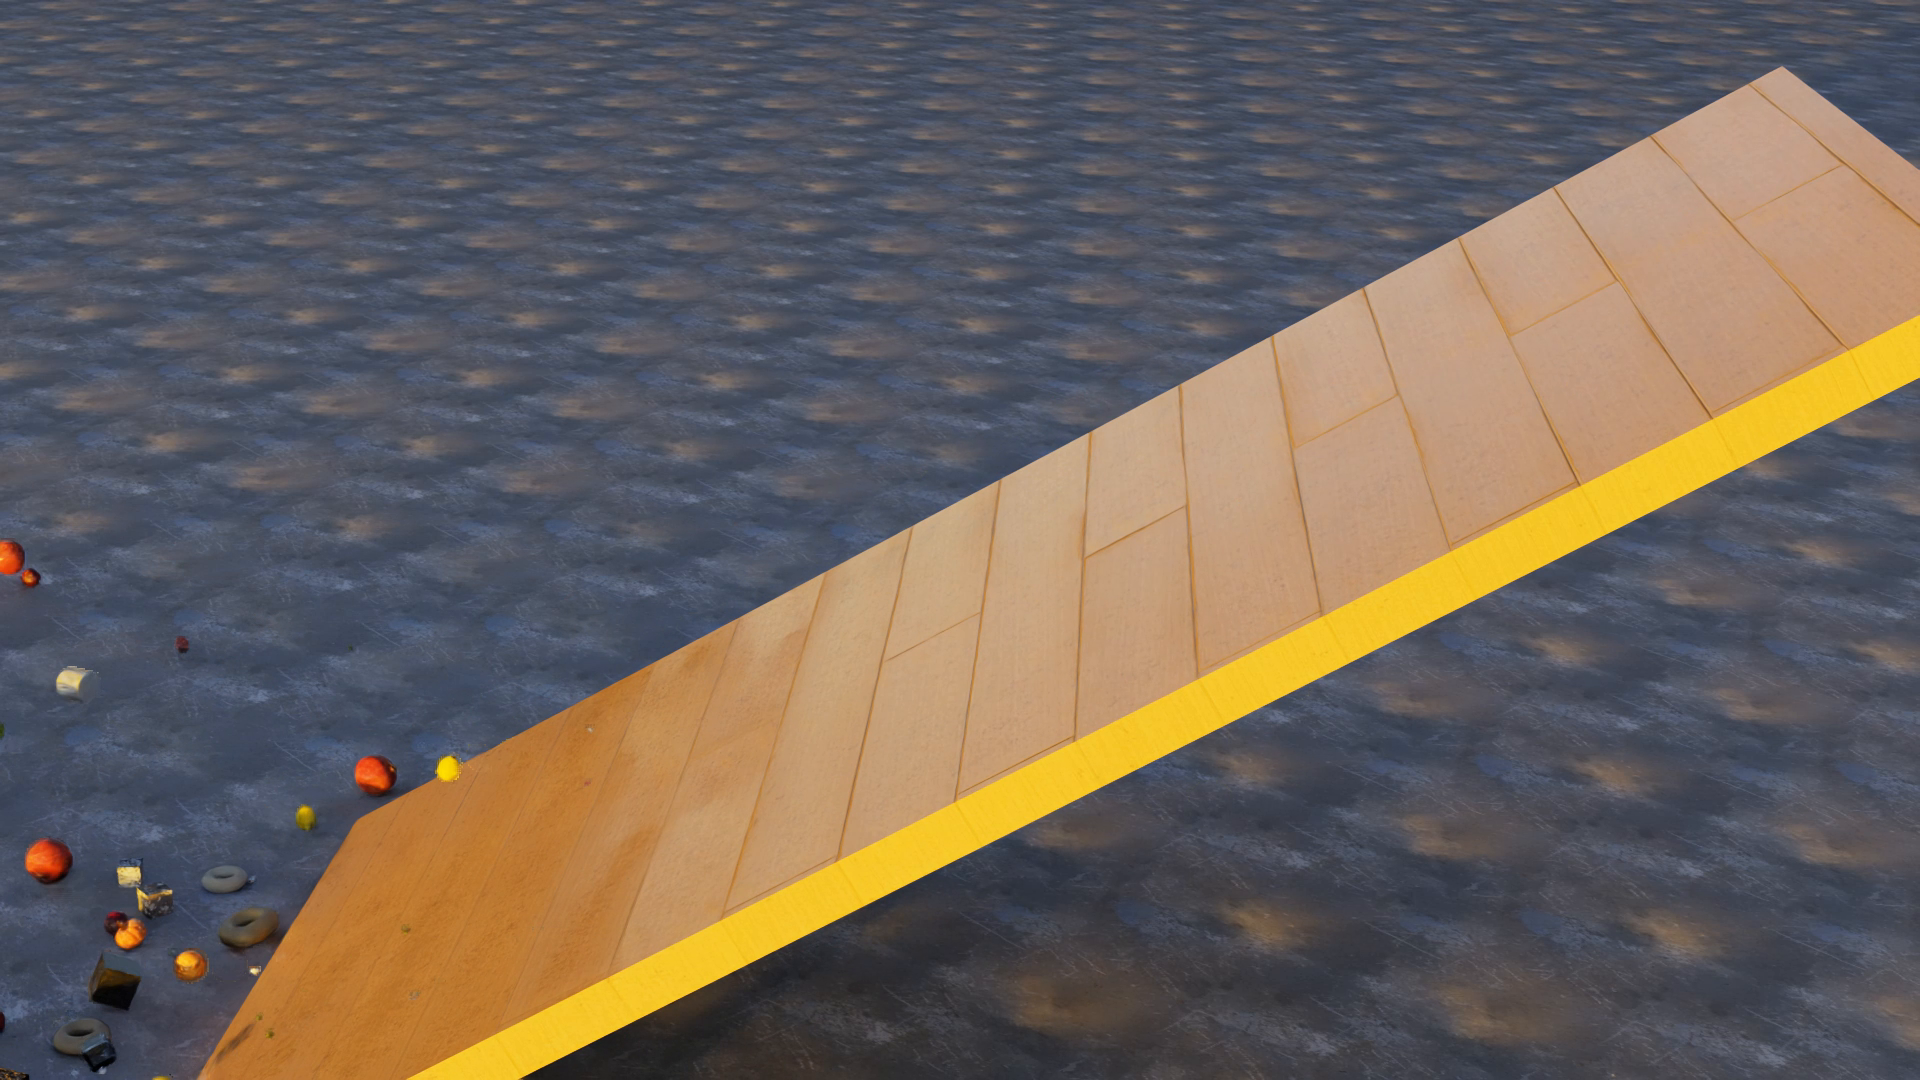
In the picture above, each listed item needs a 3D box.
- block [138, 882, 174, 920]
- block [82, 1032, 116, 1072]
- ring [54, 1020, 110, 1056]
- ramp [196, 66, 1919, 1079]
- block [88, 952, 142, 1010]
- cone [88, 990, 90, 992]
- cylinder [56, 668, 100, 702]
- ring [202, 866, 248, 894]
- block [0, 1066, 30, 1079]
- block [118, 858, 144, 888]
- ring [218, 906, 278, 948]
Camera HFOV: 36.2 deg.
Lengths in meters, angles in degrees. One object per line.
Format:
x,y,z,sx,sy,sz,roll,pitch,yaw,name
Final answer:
-1.994,0.893,7.289,0.063,0.063,0.063,-14,23,-36,block
-1.913,1.138,6.534,0.053,0.053,0.053,-26,23,-6,block
-1.979,1.121,6.631,0.126,0.042,0.126,-1,18,0,ring
0.142,0.167,6.284,4.000,0.100,2.000,-28,15,12,ramp
-1.957,1.021,6.814,0.086,0.086,0.086,20,9,-25,block
-1.996,1.041,6.892,0.067,0.067,0.067,22,9,-25,cone
-2.597,0.428,8.658,0.087,0.087,0.087,10,21,28,cylinder
-1.858,0.858,7.436,0.113,0.038,0.113,0,19,0,ring
-2.062,1.199,6.320,0.089,0.089,0.089,9,20,25,block
-2.100,0.843,7.452,0.055,0.055,0.055,-2,18,-6,block
-1.726,0.938,7.138,0.148,0.049,0.148,-13,21,5,ring
